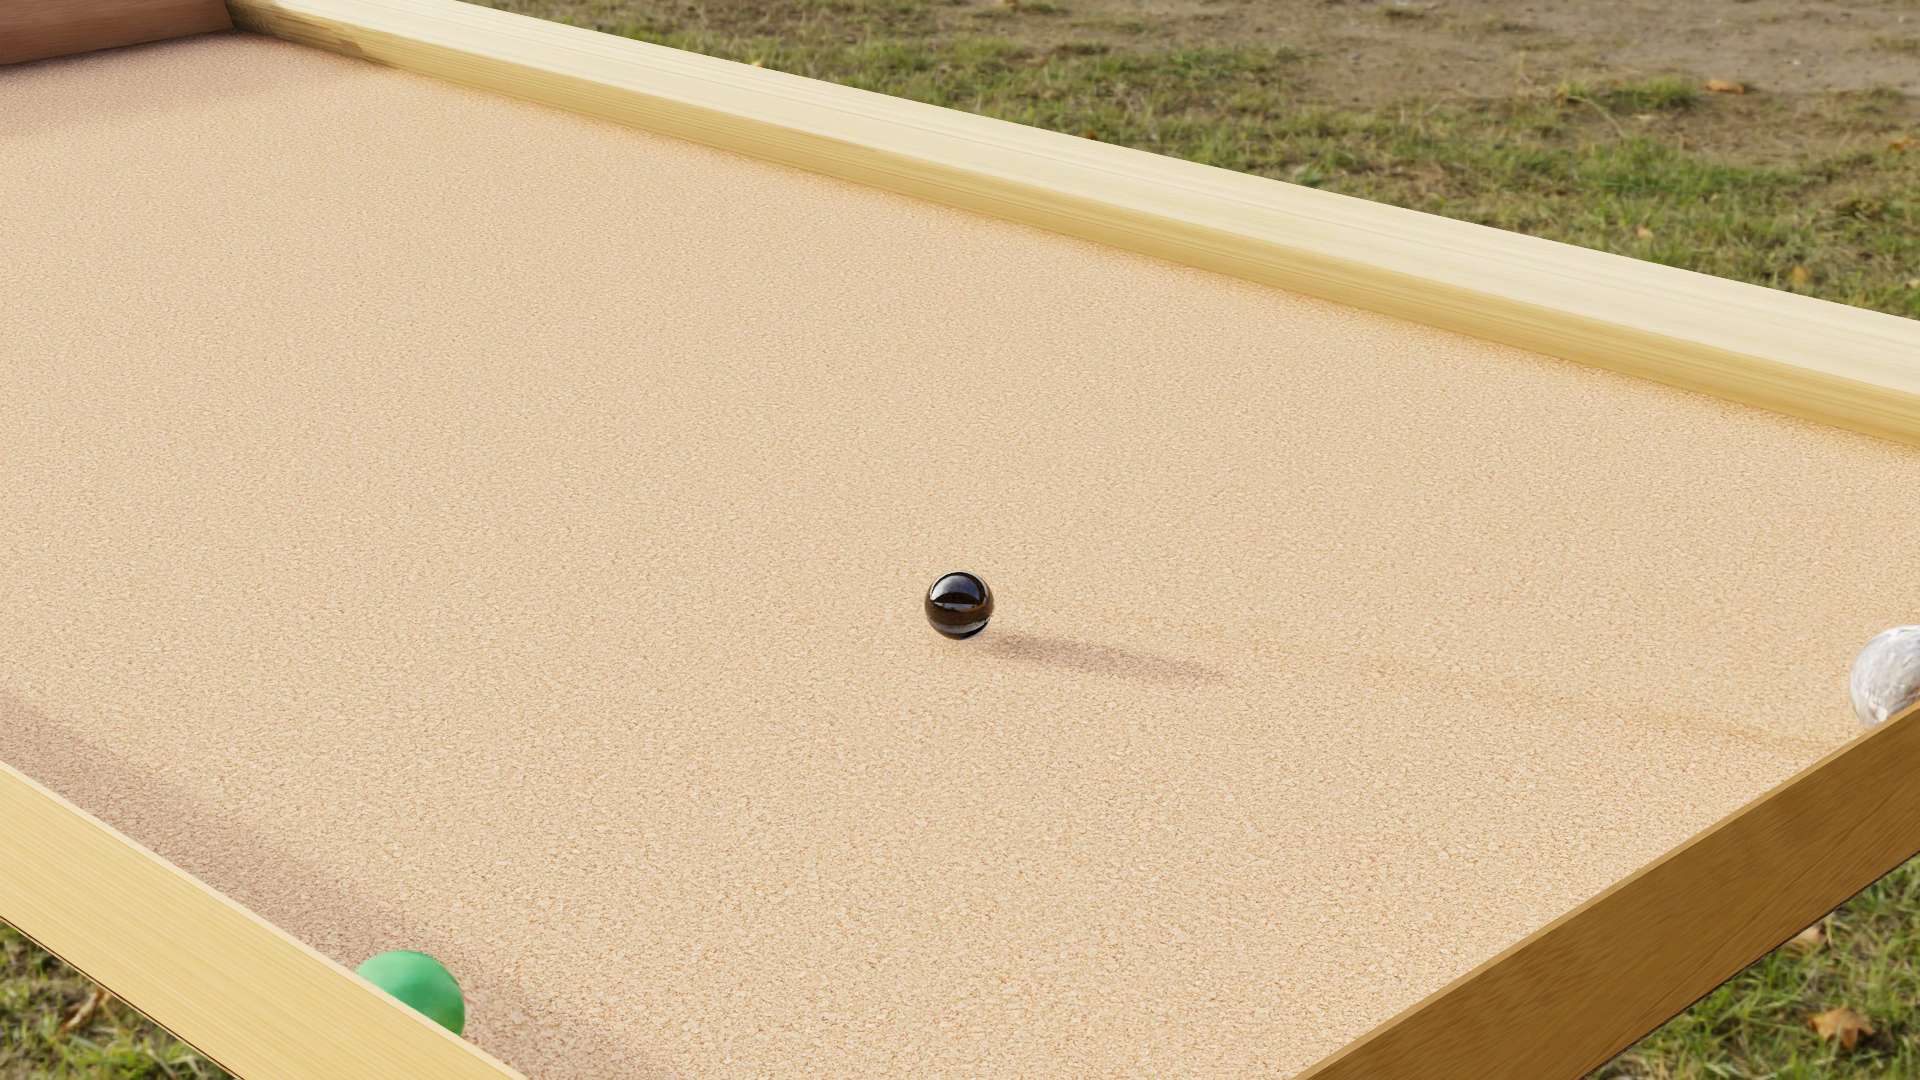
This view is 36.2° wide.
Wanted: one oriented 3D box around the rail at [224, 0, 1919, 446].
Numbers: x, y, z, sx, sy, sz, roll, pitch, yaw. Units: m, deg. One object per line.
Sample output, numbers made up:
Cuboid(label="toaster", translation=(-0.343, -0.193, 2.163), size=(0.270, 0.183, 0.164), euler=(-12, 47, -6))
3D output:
Cuboid(label="rail", translation=(0.007, -0.485, 3.820), size=(3.540, 0.128, 0.045), euler=(19, 28, 41))

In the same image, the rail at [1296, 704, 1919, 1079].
Cuboid(label="rail", translation=(0.614, 0.187, 2.071), size=(0.045, 0.128, 1.867), euler=(19, 28, 41))

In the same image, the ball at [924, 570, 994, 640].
Cuboid(label="ball", translation=(-0.001, 0.055, 2.511), size=(0.060, 0.060, 0.060), euler=(0, 21, 0))

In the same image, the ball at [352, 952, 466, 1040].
Cuboid(label="ball", translation=(-0.352, 0.299, 1.850), size=(0.080, 0.080, 0.080), euler=(0, 21, 0))

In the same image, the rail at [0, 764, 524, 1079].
Cuboid(label="rail", translation=(-1.269, -0.020, 2.609), size=(3.540, 0.128, 0.045), euler=(19, 28, 41))

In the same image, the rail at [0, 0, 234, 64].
Cuboid(label="rail", translation=(-1.875, -0.691, 4.358), size=(0.045, 0.128, 1.867), euler=(19, 28, 41))

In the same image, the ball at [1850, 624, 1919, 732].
Cuboid(label="ball", translation=(0.748, 0.116, 2.301), size=(0.099, 0.099, 0.099), euler=(0, 21, 0))
